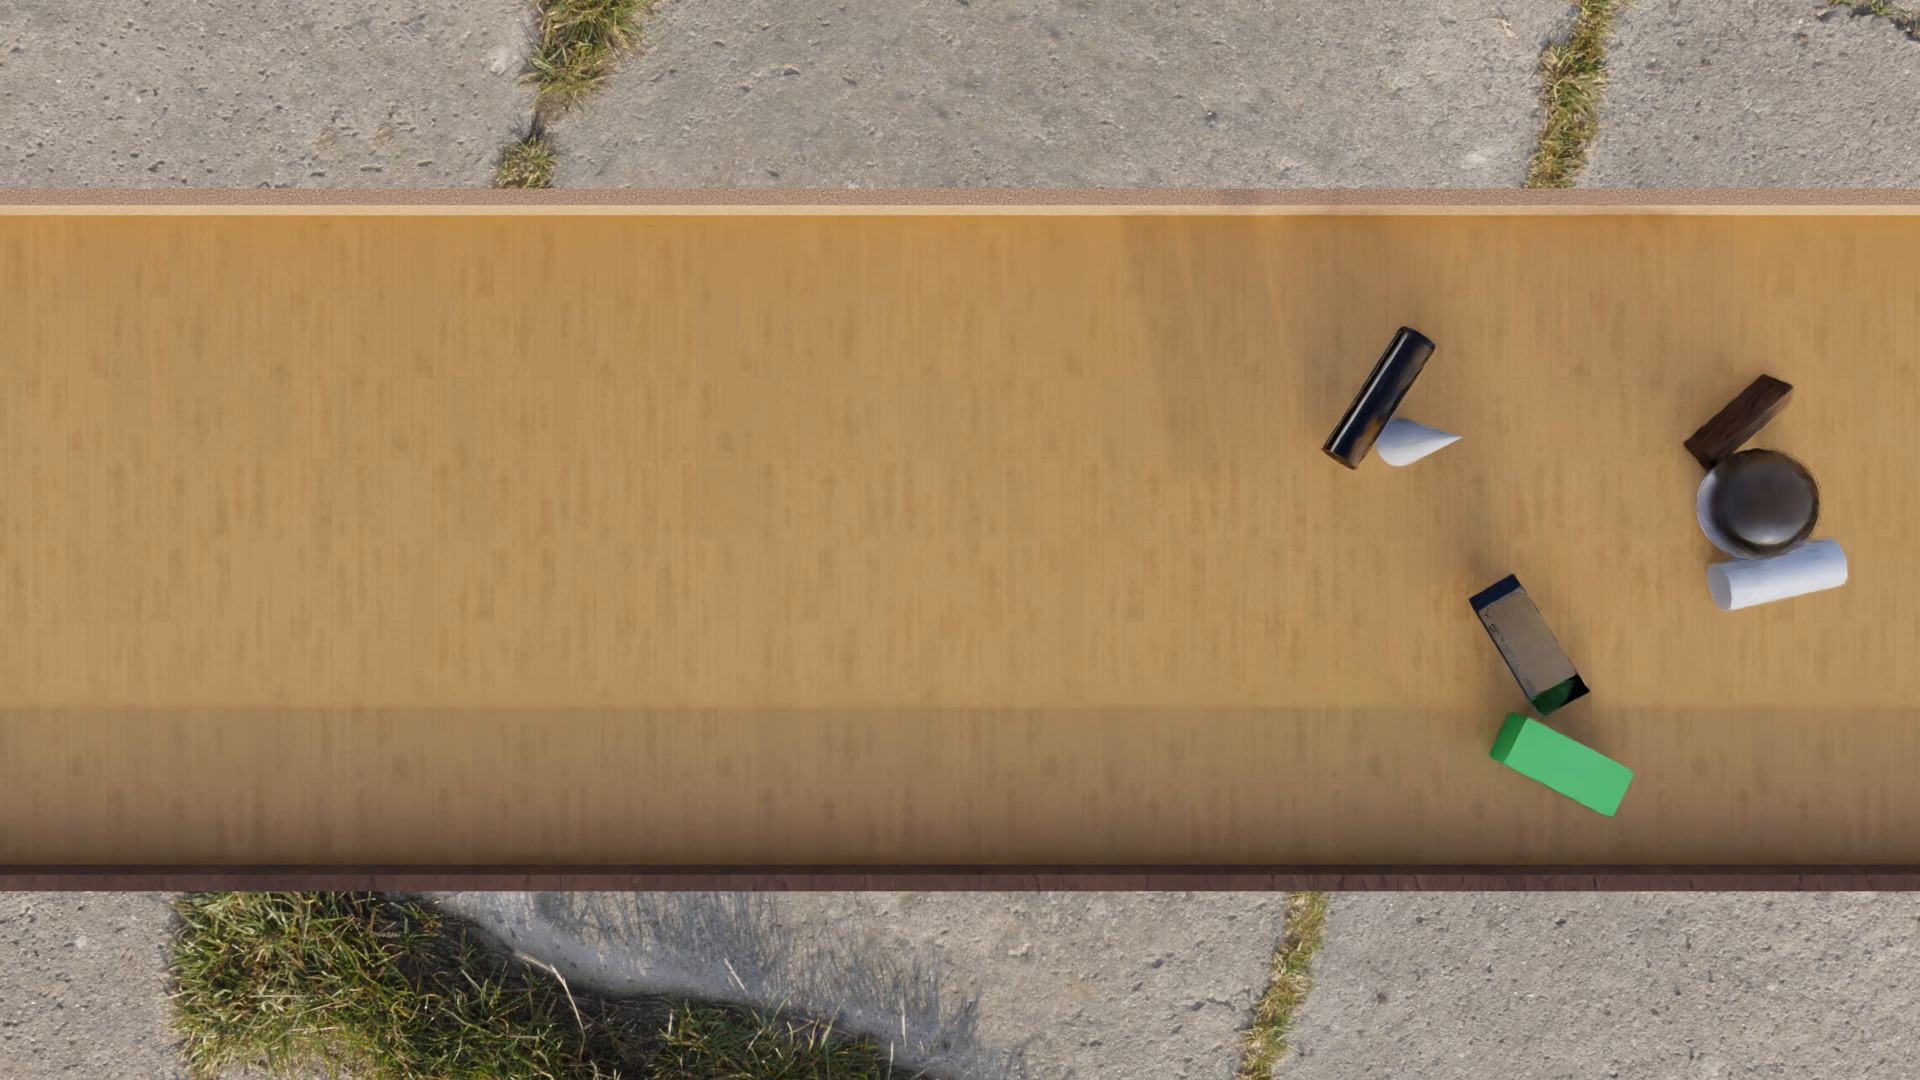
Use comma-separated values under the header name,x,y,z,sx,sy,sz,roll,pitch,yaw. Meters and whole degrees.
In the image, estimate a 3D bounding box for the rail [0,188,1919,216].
name,x,y,z,sx,sy,sz,roll,pitch,yaw
rail,-2.247,-1.025,5.002,12.000,0.150,0.050,0,90,0

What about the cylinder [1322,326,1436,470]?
name,x,y,z,sx,sy,sz,roll,pitch,yaw
cylinder,1.273,-0.430,5.015,0.123,0.123,0.440,33,90,0

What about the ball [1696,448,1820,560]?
name,x,y,z,sx,sy,sz,roll,pitch,yaw
ball,2.373,-0.105,4.909,0.334,0.334,0.334,0,90,0

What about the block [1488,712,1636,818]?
name,x,y,z,sx,sy,sz,roll,pitch,yaw
block,1.821,0.679,5.000,0.361,0.153,0.153,27,90,0

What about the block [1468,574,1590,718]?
name,x,y,z,sx,sy,sz,roll,pitch,yaw
block,1.682,0.310,4.886,0.152,0.152,0.375,-33,51,16

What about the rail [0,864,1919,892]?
name,x,y,z,sx,sy,sz,roll,pitch,yaw
rail,-2.247,1.025,5.001,12.000,0.150,0.050,0,90,0

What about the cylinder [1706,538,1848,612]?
name,x,y,z,sx,sy,sz,roll,pitch,yaw
cylinder,2.476,0.105,5.001,0.355,0.150,0.150,-13,90,0

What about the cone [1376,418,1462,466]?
name,x,y,z,sx,sy,sz,roll,pitch,yaw
cone,1.381,-0.294,4.848,0.150,0.440,0.150,0,91,-8

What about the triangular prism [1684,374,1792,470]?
name,x,y,z,sx,sy,sz,roll,pitch,yaw
triangular prism,2.387,-0.358,5.022,0.324,0.104,0.120,-41,90,0
